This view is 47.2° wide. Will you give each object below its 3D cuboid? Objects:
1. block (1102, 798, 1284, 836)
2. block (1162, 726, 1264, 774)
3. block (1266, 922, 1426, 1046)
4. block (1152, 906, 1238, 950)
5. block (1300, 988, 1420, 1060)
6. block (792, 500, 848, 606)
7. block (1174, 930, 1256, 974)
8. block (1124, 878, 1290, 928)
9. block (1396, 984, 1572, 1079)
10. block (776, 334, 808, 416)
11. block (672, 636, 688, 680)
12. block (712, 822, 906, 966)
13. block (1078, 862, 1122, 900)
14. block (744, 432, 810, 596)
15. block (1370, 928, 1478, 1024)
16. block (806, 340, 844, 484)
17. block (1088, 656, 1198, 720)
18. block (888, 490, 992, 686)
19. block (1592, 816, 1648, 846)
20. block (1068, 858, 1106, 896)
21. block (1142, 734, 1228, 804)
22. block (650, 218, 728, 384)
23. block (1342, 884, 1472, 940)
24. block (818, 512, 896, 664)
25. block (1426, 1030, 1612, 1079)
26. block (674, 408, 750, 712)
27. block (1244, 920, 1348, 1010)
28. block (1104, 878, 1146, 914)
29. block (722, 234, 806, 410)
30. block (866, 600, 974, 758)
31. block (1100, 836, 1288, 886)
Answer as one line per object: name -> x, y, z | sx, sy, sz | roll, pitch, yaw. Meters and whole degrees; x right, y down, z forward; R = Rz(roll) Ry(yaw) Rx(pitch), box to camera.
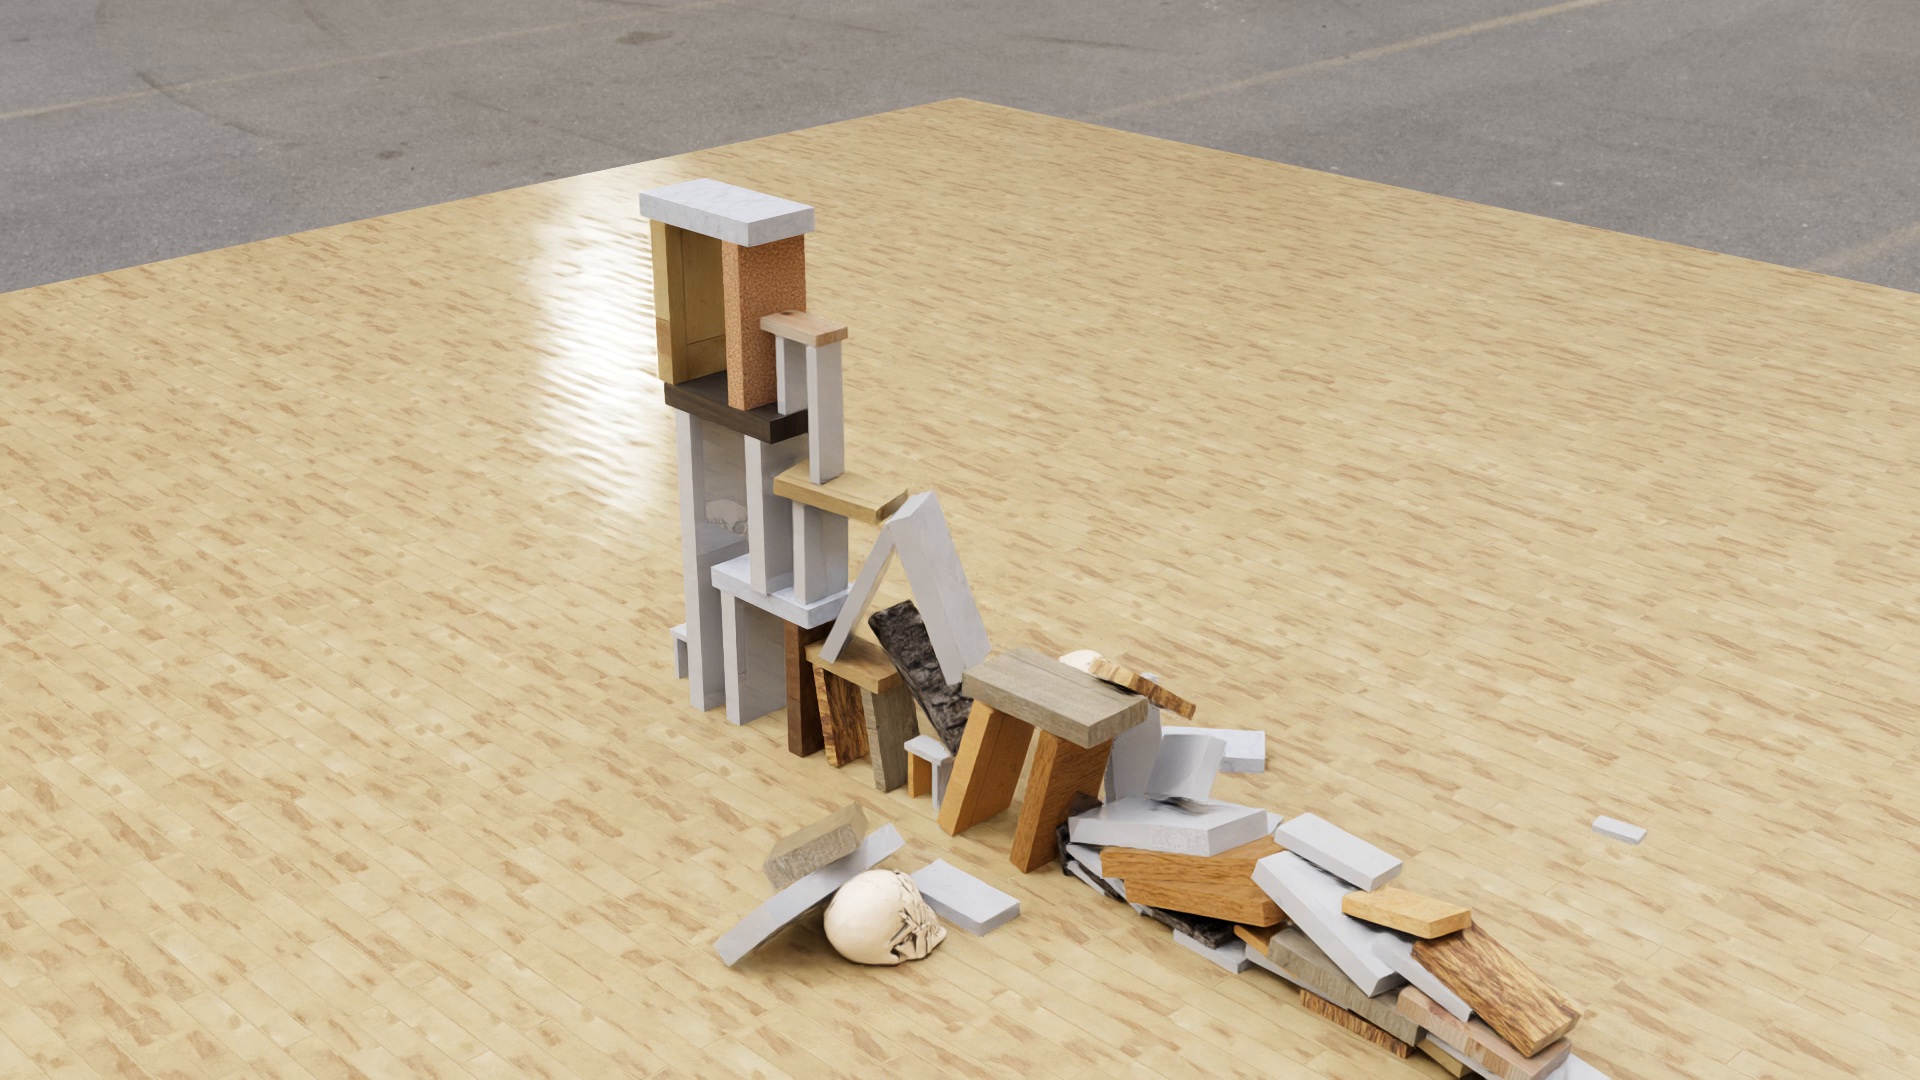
block -> 0.449, 0.567, 4.362 | 0.345, 0.049, 0.172 | 12, 26, 25
block -> 0.521, 0.444, 4.669 | 0.248, 0.035, 0.124 | 3, 23, 7
block -> 0.695, 0.741, 3.764 | 0.305, 0.043, 0.153 | 27, 34, 37
block -> 0.436, 0.698, 4.032 | 0.077, 0.022, 0.153 | -19, 28, -37
block -> 0.712, 0.813, 3.803 | 0.111, 0.031, 0.222 | -21, 31, -40
block -> -0.286, 0.002, 4.532 | 0.034, 0.242, 0.121 | 22, 32, 40
block -> 0.471, 0.735, 4.000 | 0.076, 0.022, 0.153 | -20, 30, -39
block -> 0.475, 0.637, 3.977 | 0.153, 0.043, 0.361 | -9, 5, -37
block -> 0.857, 0.796, 3.603 | 0.254, 0.036, 0.127 | 30, 36, 35
block -> -0.330, -0.344, 4.438 | 0.085, 0.169, 0.024 | -21, 31, -41
block -> -0.627, 0.260, 5.014 | 0.015, 0.104, 0.052 | 21, 31, 41
block -> -0.272, 0.645, 4.017 | 0.050, 0.176, 0.367 | 54, 39, 8
block -> 0.280, 0.640, 4.185 | 0.052, 0.015, 0.104 | -19, 44, -38
block -> -0.360, -0.073, 4.581 | 0.049, 0.344, 0.172 | 21, 31, 41
block -> 0.792, 0.712, 3.653 | 0.100, 0.028, 0.200 | -21, 45, -40
block -> -0.267, -0.258, 4.383 | 0.024, 0.285, 0.085 | 14, 27, 30
block -> 0.349, 0.284, 4.193 | 0.106, 0.030, 0.212 | 20, -6, 45
block -> -0.038, 0.094, 4.374 | 0.050, 0.352, 0.176 | -15, 13, 20
block -> 1.313, 0.578, 4.380 | 0.096, 0.014, 0.048 | 17, 28, 34
block -> 0.258, 0.640, 4.210 | 0.050, 0.014, 0.099 | -20, 41, -39
block -> 0.429, 0.437, 4.206 | 0.035, 0.124, 0.248 | 23, -10, -12
block -> -0.557, -0.516, 4.615 | 0.174, 0.347, 0.049 | -21, 31, -41
block -> 0.748, 0.623, 3.694 | 0.100, 0.028, 0.200 | -8, 10, -35
block -> -0.188, 0.089, 4.476 | 0.034, 0.343, 0.121 | 29, 28, 3
block -> 0.996, 0.898, 3.520 | 0.127, 0.036, 0.523 | -19, 36, -38
block -> -0.522, 0.028, 4.799 | 0.172, 0.700, 0.049 | -21, 31, -41
block -> 0.626, 0.746, 3.879 | 0.111, 0.031, 0.222 | -21, 31, -41
block -> 0.323, 0.657, 4.144 | 0.052, 0.015, 0.104 | -17, 48, -42
block -> -0.393, -0.452, 4.464 | 0.174, 0.347, 0.049 | -21, 31, -41
block -> -0.059, 0.279, 4.483 | 0.106, 0.030, 0.332 | -21, 73, -42
block -> 0.452, 0.587, 4.066 | 0.345, 0.049, 0.172 | -3, 5, 37
